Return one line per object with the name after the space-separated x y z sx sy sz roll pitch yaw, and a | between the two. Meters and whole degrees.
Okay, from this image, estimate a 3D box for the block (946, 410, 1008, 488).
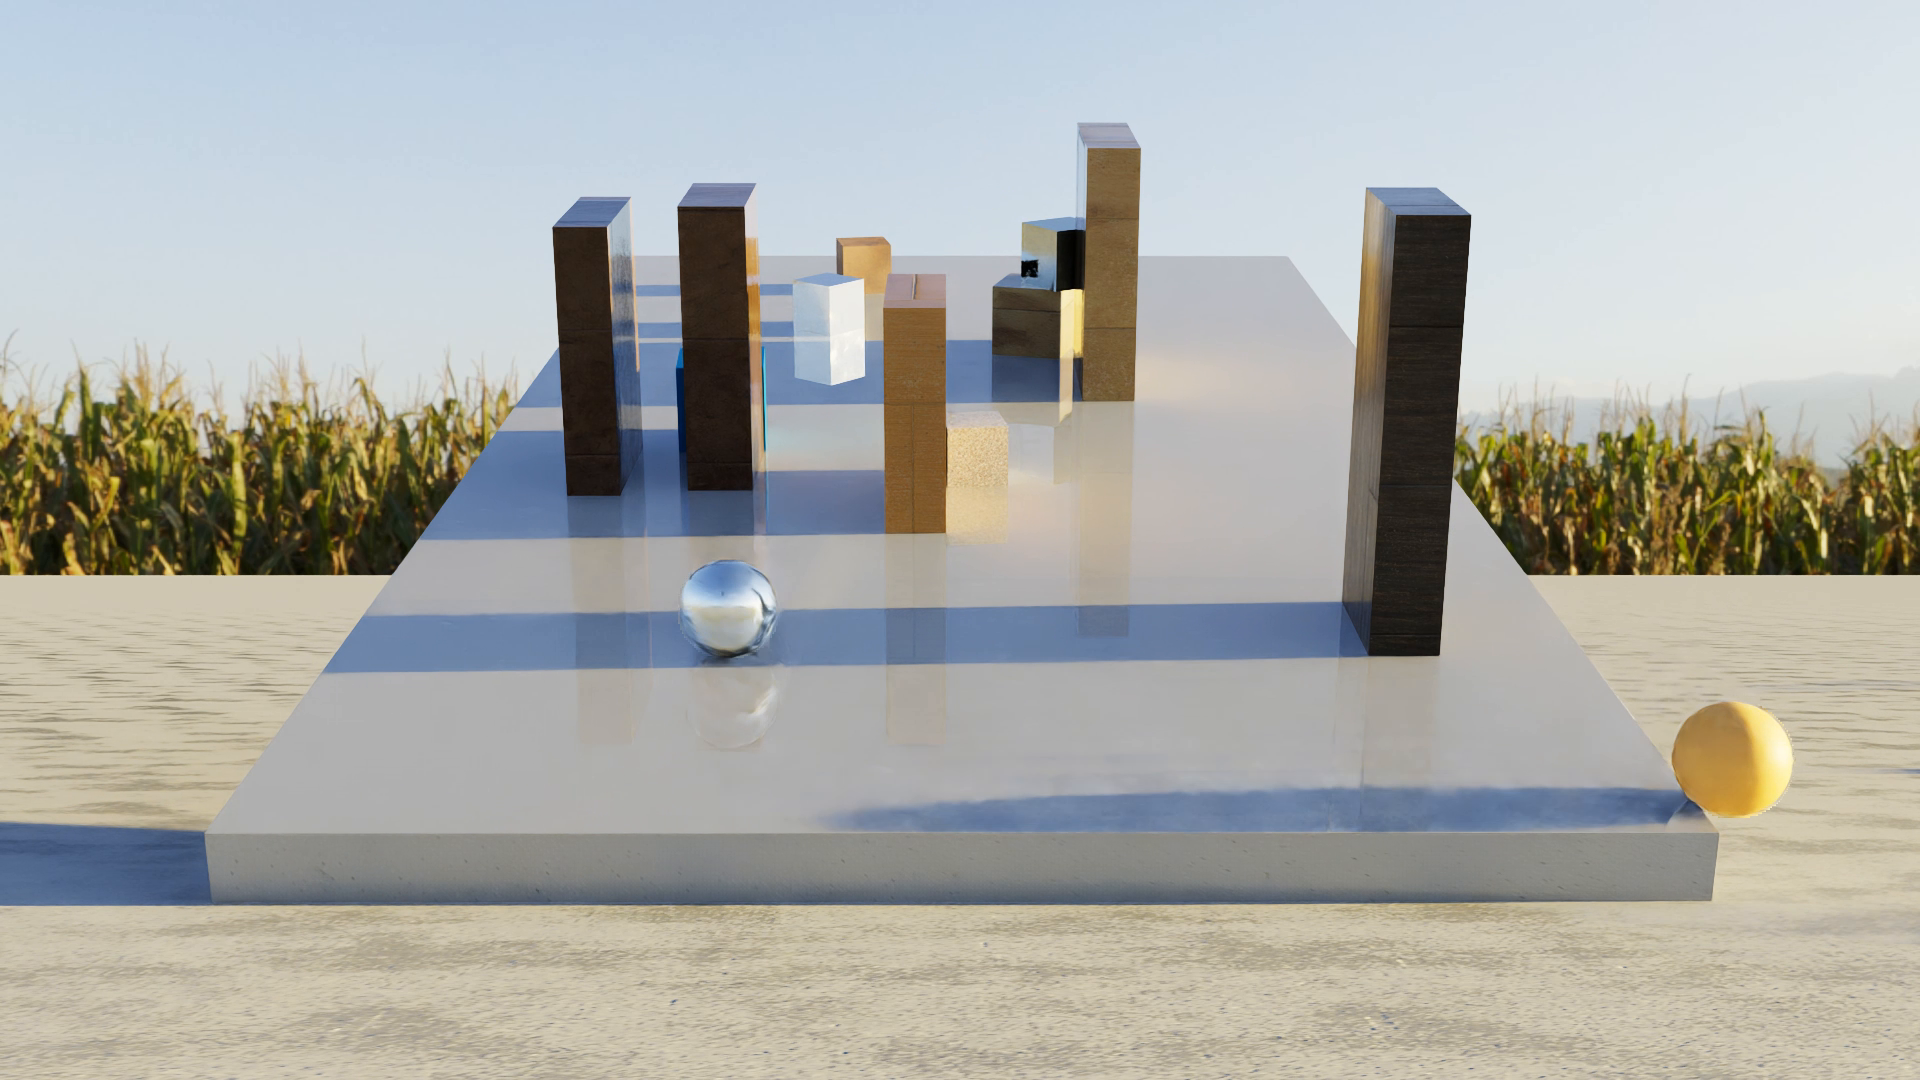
0.026 -0.183 4.499 0.122 0.122 0.122 -3 18 -9 | block

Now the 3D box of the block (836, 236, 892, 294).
-0.270 -0.769 6.268 0.134 0.134 0.134 -3 18 -11 | block

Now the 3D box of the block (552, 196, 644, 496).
-0.720 -0.394 4.481 0.104 0.531 0.347 0 18 0 | block

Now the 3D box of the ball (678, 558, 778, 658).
-0.368 0.108 3.555 0.156 0.156 0.156 0 -1 0 | ball

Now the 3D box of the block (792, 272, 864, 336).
-0.340 -0.610 5.790 0.129 0.129 0.129 15 23 38 | block

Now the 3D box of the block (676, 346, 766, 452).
-0.505 -0.300 4.759 0.181 0.181 0.181 -1 18 -4 | block

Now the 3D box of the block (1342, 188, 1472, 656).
0.709 -0.191 3.586 0.114 0.707 0.258 0 18 0 | block

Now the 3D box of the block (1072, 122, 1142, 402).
0.338 -0.655 5.216 0.118 0.574 0.424 0 18 0 | block

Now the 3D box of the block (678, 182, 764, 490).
-0.475 -0.410 4.478 0.128 0.565 0.279 0 18 0 | block

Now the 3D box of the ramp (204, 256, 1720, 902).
-0.004 -0.188 4.871 2.000 0.100 4.000 0 18 0 | ramp

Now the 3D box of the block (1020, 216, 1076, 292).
0.253 -0.703 5.498 0.147 0.147 0.147 -12 22 -32 | block

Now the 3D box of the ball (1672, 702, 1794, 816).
1.042 0.296 3.022 0.155 0.155 0.155 0 -1 0 | ball

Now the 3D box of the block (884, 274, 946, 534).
-0.083 -0.264 4.256 0.113 0.428 0.312 0 18 0 | block

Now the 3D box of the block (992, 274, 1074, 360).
0.185 -0.558 5.566 0.171 0.171 0.171 5 19 15 | block
